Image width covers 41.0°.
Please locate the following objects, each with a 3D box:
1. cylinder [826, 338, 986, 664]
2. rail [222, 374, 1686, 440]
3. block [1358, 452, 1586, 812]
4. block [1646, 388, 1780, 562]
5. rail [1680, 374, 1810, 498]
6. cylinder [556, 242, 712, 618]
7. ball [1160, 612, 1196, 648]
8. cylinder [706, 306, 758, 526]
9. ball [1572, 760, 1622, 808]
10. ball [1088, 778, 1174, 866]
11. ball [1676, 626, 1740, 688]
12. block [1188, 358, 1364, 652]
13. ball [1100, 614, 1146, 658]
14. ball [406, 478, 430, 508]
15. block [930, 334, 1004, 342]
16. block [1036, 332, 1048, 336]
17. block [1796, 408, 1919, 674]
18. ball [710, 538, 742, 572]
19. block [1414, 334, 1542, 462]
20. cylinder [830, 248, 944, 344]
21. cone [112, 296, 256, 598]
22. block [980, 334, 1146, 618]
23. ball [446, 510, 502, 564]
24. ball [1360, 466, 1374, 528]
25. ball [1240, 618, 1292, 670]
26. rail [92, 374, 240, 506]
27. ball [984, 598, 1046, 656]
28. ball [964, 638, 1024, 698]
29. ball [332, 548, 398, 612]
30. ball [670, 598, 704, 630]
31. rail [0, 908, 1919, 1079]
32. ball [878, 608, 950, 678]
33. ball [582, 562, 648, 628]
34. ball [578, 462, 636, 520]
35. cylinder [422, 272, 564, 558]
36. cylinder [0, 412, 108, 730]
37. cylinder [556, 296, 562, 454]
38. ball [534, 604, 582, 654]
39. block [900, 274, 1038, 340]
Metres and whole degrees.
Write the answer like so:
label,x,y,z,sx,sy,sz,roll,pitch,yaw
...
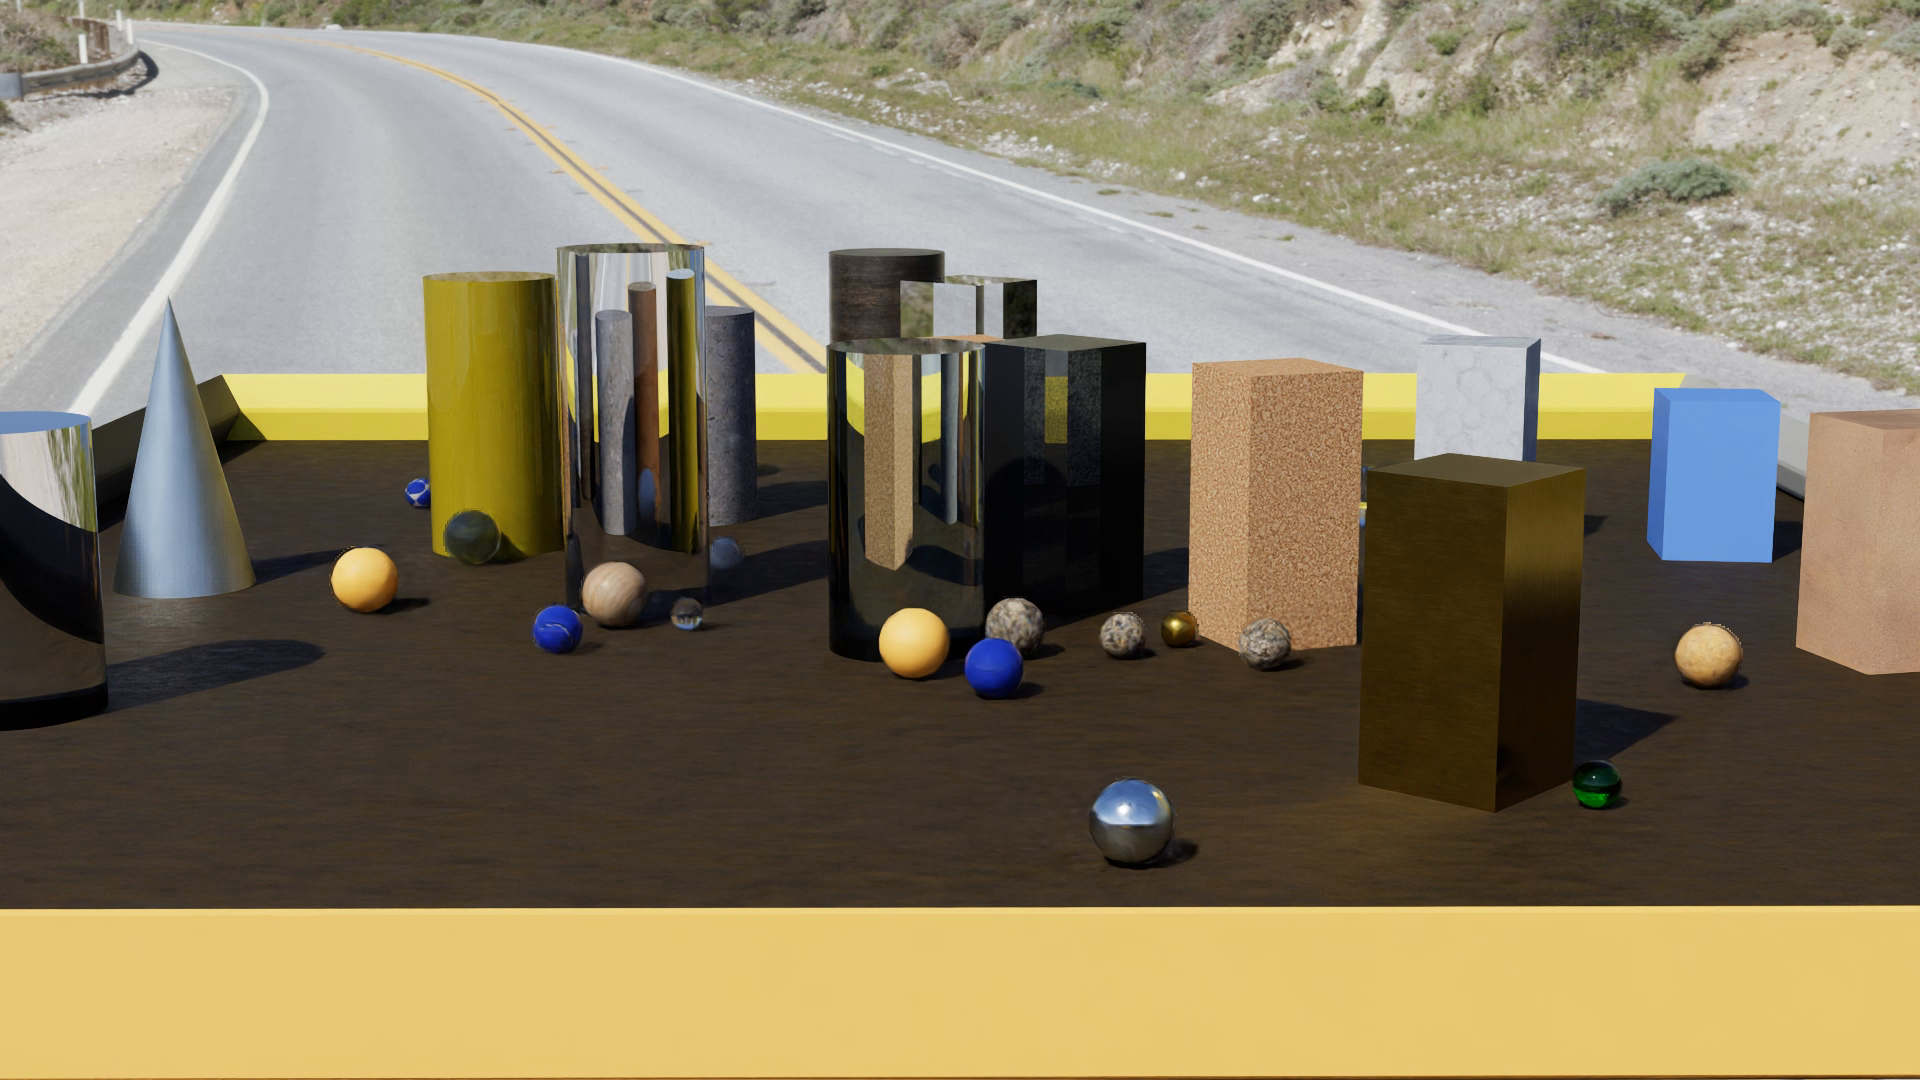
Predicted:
label,x,y,z,sx,sy,sz,roll,pitch,yaw
cylinder,-0.067,-0.053,3.225,0.198,0.382,0.198,0,10,0
rail,-0.009,-0.258,5.023,2.877,0.129,0.045,0,10,0
block,0.520,0.089,2.612,0.159,0.326,0.159,9,14,40
block,1.135,-0.100,3.871,0.159,0.239,0.159,1,11,7
rail,1.415,0.032,3.457,0.045,0.129,3.250,0,10,0
cylinder,-0.441,-0.152,3.475,0.198,0.485,0.198,0,10,0
ball,0.277,0.113,3.251,0.046,0.046,0.046,0,10,0
cylinder,-0.430,-0.204,4.166,0.198,0.336,0.198,0,10,0
ball,0.632,0.242,2.547,0.048,0.048,0.048,0,10,0
ball,0.158,0.260,2.366,0.079,0.079,0.079,0,10,0
ball,0.885,0.138,3.036,0.075,0.075,0.075,0,10,0
block,0.401,-0.047,3.280,0.159,0.350,0.159,-4,11,-22
ball,0.202,0.120,3.188,0.056,0.056,0.056,0,10,0
ball,-0.896,-0.077,4.263,0.051,0.051,0.051,0,10,0
block,-0.003,-0.142,3.883,0.159,0.317,0.159,-5,12,-24
block,0.093,-0.238,4.591,0.159,0.249,0.159,-5,12,-27
block,1.157,-0.001,3.172,0.159,0.299,0.159,-3,11,-14
ball,-0.341,0.022,3.729,0.051,0.051,0.051,0,10,0
block,0.780,-0.141,3.872,0.159,0.319,0.159,4,11,20
cylinder,-0.125,-0.287,4.406,0.198,0.413,0.198,0,10,0
cone,-1.102,-0.140,3.610,0.198,0.412,0.198,0,10,0
block,0.140,-0.092,3.503,0.159,0.357,0.159,10,15,43
ball,-0.718,-0.004,3.784,0.081,0.081,0.081,0,10,0
ball,0.645,-0.069,4.085,0.099,0.099,0.099,0,10,0
ball,0.373,0.127,3.131,0.063,0.063,0.063,0,10,0
rail,-1.415,0.035,3.441,0.045,0.129,3.250,0,10,0
ball,0.069,0.109,3.193,0.075,0.075,0.075,0,10,0
ball,0.039,0.149,2.990,0.071,0.071,0.071,0,10,0
ball,-0.801,0.053,3.456,0.088,0.088,0.088,0,10,0
ball,-0.357,0.096,3.350,0.043,0.043,0.043,0,10,0
rail,0.009,0.324,1.874,2.877,0.129,0.045,0,10,0
ball,-0.055,0.124,3.086,0.085,0.085,0.085,0,10,0
ball,-0.452,0.071,3.364,0.087,0.087,0.087,0,10,0
ball,-0.571,-0.078,4.151,0.094,0.094,0.094,0,10,0
cylinder,-0.708,-0.193,3.893,0.198,0.413,0.198,0,10,0
cylinder,-1.079,0.031,2.908,0.198,0.331,0.198,0,10,0
cylinder,-0.629,-0.253,4.351,0.198,0.364,0.198,0,10,0
ball,-0.504,0.112,3.214,0.061,0.061,0.061,0,10,0
block,0.015,-0.237,4.219,0.159,0.381,0.159,9,14,39
